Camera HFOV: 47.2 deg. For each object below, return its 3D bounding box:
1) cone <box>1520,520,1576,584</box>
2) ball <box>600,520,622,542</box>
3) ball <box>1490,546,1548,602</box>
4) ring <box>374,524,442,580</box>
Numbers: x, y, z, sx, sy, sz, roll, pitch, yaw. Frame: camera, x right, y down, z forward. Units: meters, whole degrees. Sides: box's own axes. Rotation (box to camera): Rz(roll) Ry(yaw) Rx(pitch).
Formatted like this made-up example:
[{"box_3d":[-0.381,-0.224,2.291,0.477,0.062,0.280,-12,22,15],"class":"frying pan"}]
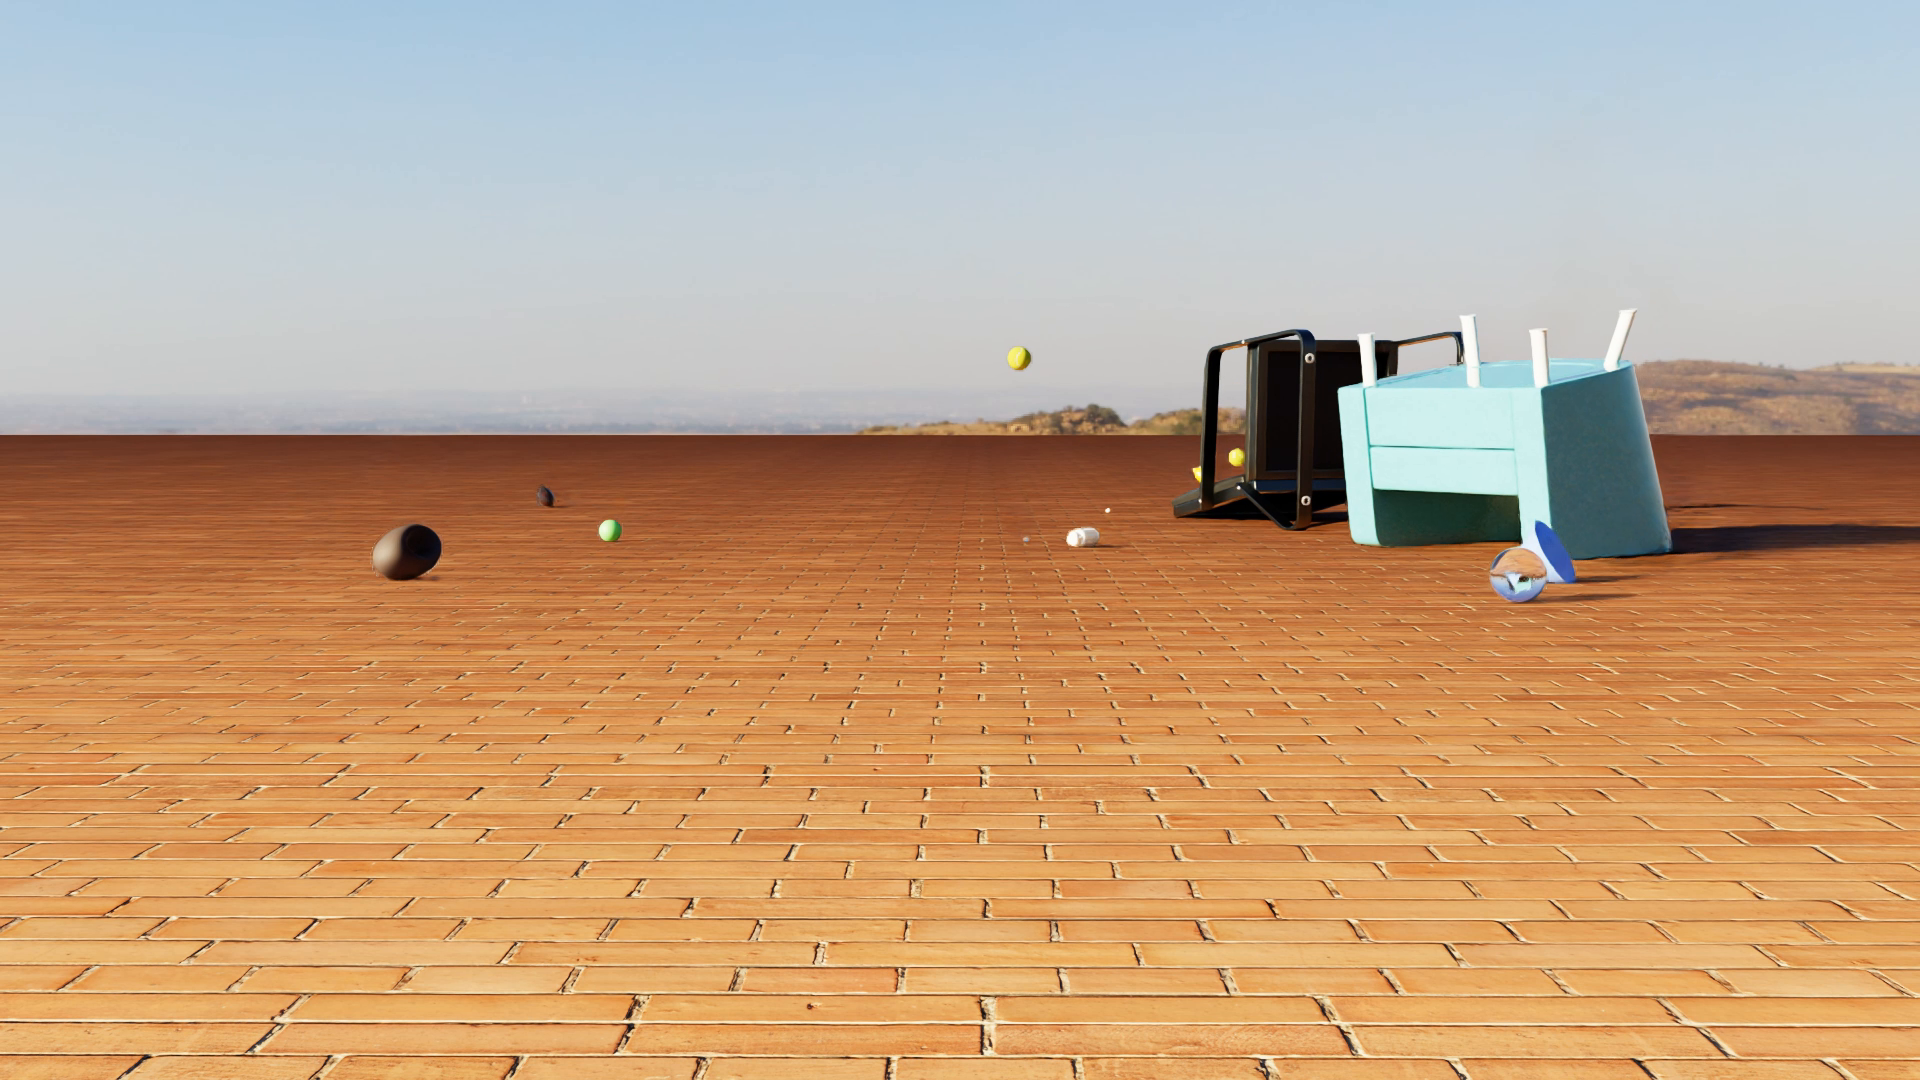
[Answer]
[{"box_3d":[1.320,0.062,5.109,0.145,0.168,0.187,-32,-20,28],"class":"cone"},{"box_3d":[-1.028,-0.027,6.468,0.065,0.065,0.065,0,4,0],"class":"ball"},{"box_3d":[1.172,0.073,4.619,0.118,0.118,0.118,0,4,0],"class":"ball"},{"box_3d":[-1.307,0.030,5.202,0.095,0.123,0.210,-30,1,19],"class":"ring"}]
